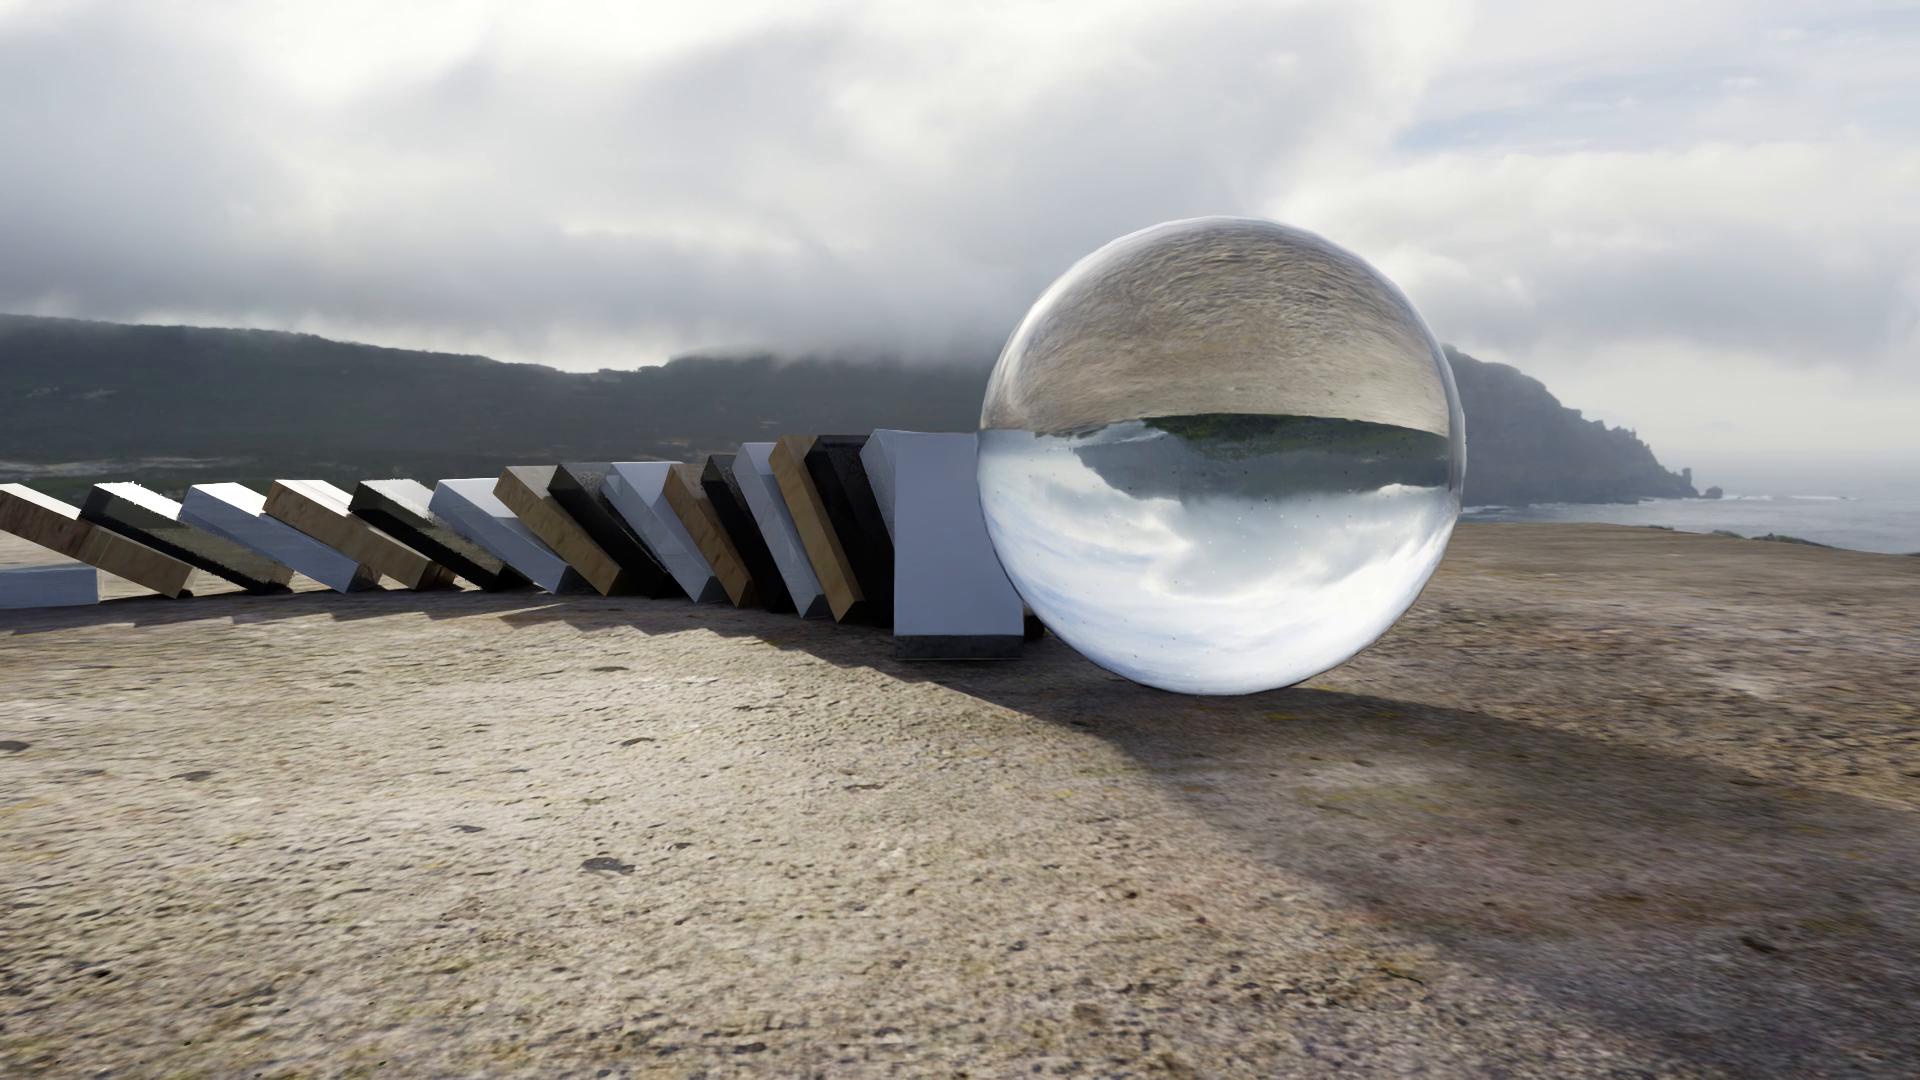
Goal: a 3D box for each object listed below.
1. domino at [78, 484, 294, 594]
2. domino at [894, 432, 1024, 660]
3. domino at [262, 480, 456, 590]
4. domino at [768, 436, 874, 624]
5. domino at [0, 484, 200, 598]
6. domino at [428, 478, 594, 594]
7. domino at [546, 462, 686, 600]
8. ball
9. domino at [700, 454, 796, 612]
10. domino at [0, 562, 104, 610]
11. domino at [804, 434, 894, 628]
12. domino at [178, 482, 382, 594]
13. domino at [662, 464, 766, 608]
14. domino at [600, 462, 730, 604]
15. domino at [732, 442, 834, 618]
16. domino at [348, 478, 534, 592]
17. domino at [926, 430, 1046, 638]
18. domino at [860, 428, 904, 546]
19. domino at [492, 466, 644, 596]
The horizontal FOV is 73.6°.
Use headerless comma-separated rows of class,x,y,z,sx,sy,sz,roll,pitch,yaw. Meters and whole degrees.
domino,-0.218,-0.001,0.366,0.050,0.009,0.025,27,-3,-13
domino,-0.001,0.000,0.264,0.025,0.050,0.010,0,-35,-2
domino,-0.175,-0.002,0.379,0.050,0.009,0.025,27,3,1
domino,-0.027,-0.004,0.320,0.025,0.050,0.010,-3,-34,-38
domino,-0.238,0.000,0.353,0.050,0.009,0.025,28,-8,-23
domino,-0.129,-0.002,0.380,0.050,0.010,0.025,31,14,16
domino,-0.093,-0.004,0.368,0.050,0.009,0.025,42,23,22
ball,0.042,-0.014,0.216,0.080,0.080,0.080,0,4,0
domino,-0.047,-0.003,0.341,0.025,0.009,0.050,-3,45,-38
domino,-0.257,0.012,0.339,0.050,0.009,0.025,-2,5,-30
domino,-0.017,-0.003,0.312,0.025,0.050,0.010,-3,-34,-38
domino,-0.196,-0.001,0.374,0.050,0.009,0.025,26,2,-6
domino,-0.059,-0.002,0.352,0.025,0.009,0.050,-4,41,-40
domino,-0.077,-0.003,0.361,0.050,0.009,0.025,44,28,27
domino,-0.037,-0.004,0.329,0.025,0.050,0.010,-3,-38,-39
domino,-0.152,-0.002,0.381,0.050,0.010,0.025,29,9,7
domino,0.005,-0.002,0.290,0.025,0.050,0.010,1,-35,-6
domino,-0.004,-0.004,0.307,0.025,0.050,0.010,2,-37,-36
domino,-0.110,-0.004,0.375,0.050,0.010,0.025,38,19,18
